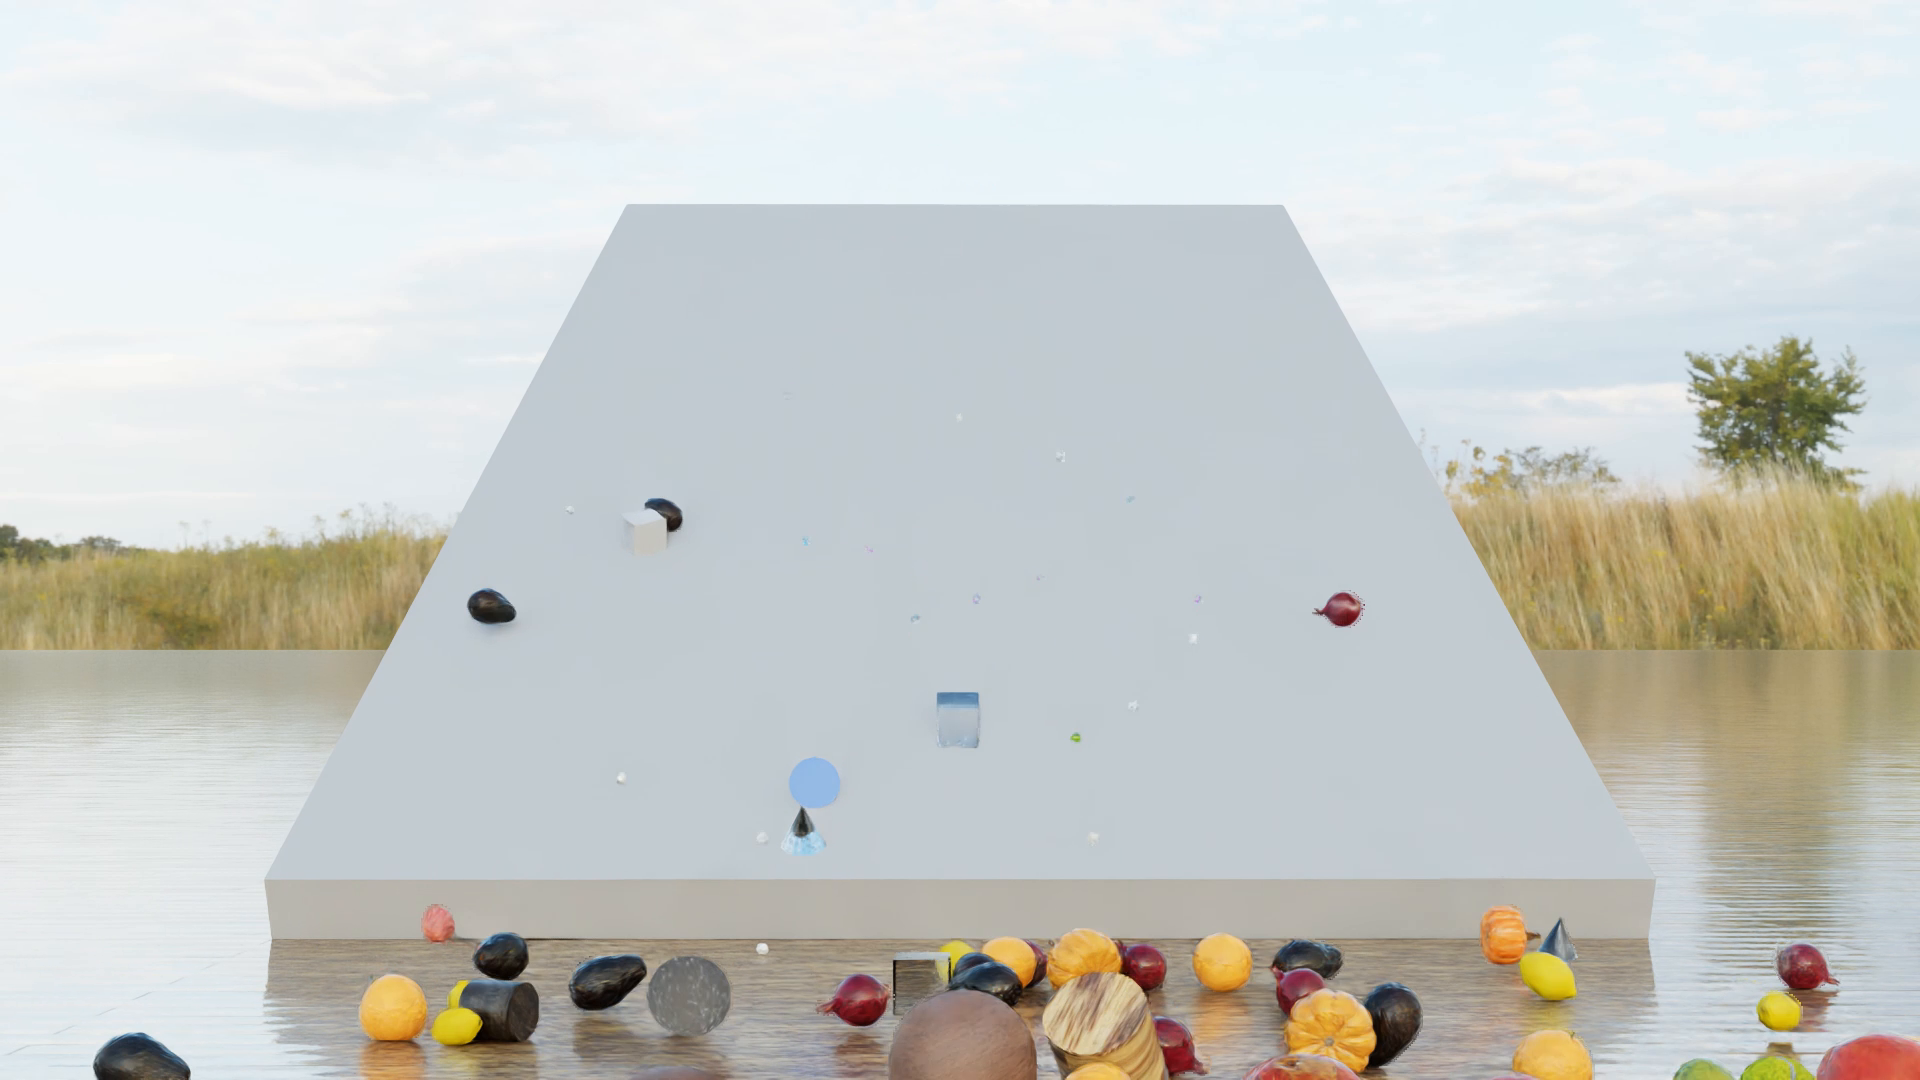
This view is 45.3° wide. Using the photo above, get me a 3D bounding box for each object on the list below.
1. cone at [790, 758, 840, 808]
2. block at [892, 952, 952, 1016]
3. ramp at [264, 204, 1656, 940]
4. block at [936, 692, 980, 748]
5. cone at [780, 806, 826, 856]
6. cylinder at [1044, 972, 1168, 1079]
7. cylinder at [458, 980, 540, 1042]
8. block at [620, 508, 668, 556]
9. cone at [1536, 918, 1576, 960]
[{"bbox_3d":[-0.224,0.373,3.537,0.078,0.078,0.078,0,-4,-5],"label":"cone"},{"bbox_3d":[-0.044,0.519,2.688,0.064,0.064,0.064,0,-3,3],"label":"block"},{"bbox_3d":[-0.007,-0.222,5.174,2.000,0.100,4.000,0,22,0],"label":"ramp"},{"bbox_3d":[-0.003,0.290,3.699,0.067,0.067,0.067,0,22,-1],"label":"block"},{"bbox_3d":[-0.231,0.420,3.380,0.066,0.066,0.066,0,22,0],"label":"cone"},{"bbox_3d":[0.130,0.452,2.050,0.094,0.094,0.094,-12,35,9],"label":"cylinder"},{"bbox_3d":[-0.501,0.510,2.495,0.063,0.063,0.063,-1,-3,22],"label":"cylinder"},{"bbox_3d":[-0.611,-0.014,4.443,0.065,0.065,0.065,-13,26,-29],"label":"block"},{"bbox_3d":[0.812,0.539,3.122,0.055,0.055,0.055,9,-4,1],"label":"cone"}]
